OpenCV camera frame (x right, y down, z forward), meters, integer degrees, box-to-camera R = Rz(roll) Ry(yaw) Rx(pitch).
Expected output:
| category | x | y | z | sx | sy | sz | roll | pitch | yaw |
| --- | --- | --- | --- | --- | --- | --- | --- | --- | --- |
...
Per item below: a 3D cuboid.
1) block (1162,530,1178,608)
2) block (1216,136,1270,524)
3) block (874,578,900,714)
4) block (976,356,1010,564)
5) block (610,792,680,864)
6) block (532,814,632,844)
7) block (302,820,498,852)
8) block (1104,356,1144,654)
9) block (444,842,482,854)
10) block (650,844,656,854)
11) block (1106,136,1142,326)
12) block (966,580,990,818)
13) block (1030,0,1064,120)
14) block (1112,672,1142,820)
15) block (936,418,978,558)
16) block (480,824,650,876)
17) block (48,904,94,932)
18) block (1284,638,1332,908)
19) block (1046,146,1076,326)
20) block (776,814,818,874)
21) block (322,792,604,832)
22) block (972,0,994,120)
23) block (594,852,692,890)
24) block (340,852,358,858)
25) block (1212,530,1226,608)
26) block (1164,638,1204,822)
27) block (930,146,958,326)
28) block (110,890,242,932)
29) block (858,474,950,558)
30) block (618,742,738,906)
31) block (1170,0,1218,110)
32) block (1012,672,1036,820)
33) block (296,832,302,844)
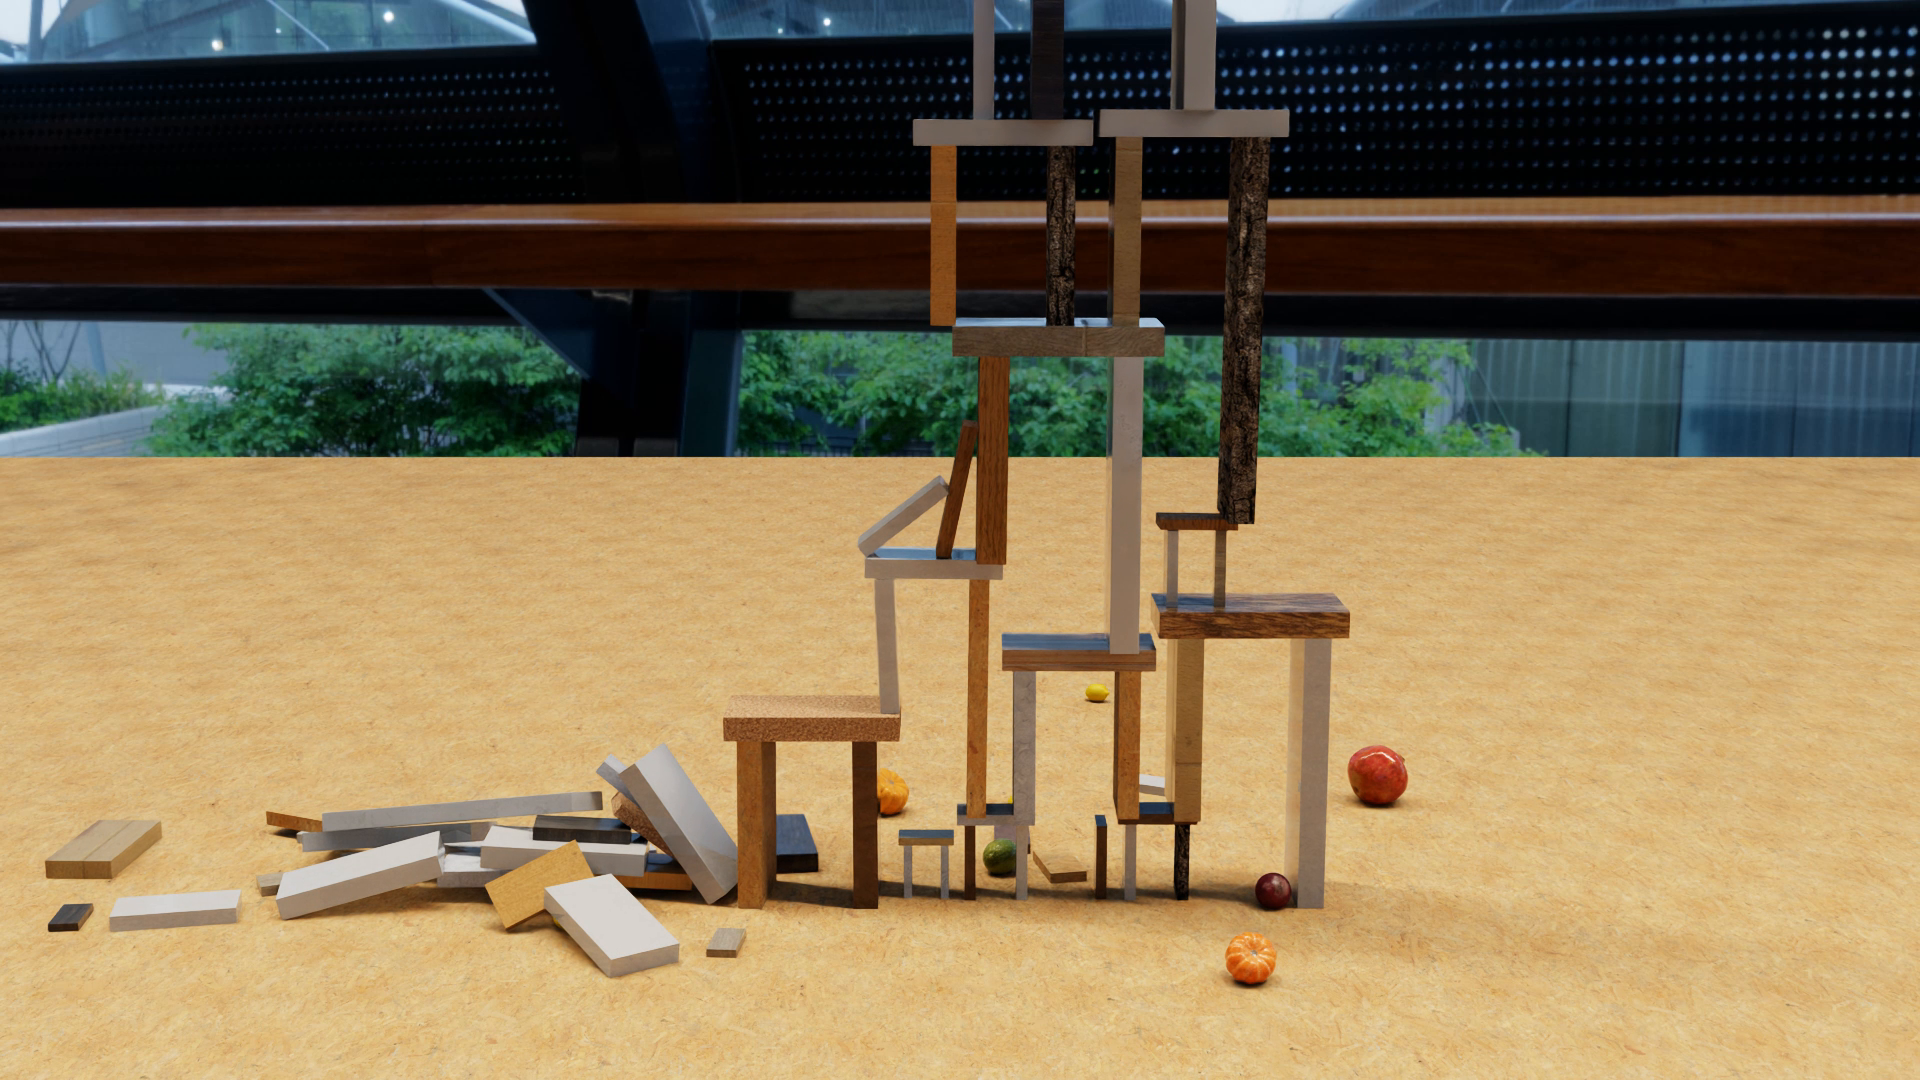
| category | x | y | z | sx | sy | sz | roll | pitch | yaw |
| --- | --- | --- | --- | --- | --- | --- | --- | --- | --- |
| block | 0.342 | 0.041 | 3.564 | 0.018 | 0.125 | 0.063 | 0 | 11 | 0 |
| block | 0.450 | -0.335 | 3.498 | 0.041 | 0.603 | 0.145 | 1 | 11 | -1 |
| block | -0.118 | 0.162 | 3.592 | 0.031 | 0.221 | 0.111 | -2 | 10 | 0 |
| block | 0.051 | -0.138 | 3.530 | 0.047 | 0.329 | 0.165 | 1 | 11 | -1 |
| block | -0.514 | 0.485 | 3.683 | 0.158 | 0.022 | 0.079 | 39 | 2 | -16 |
| block | -0.625 | 0.480 | 3.646 | 0.158 | 0.022 | 0.079 | 4 | 7 | -7 |
| block | -0.969 | 0.514 | 3.810 | 0.307 | 0.033 | 0.116 | -5 | -7 | 10 |
| block | 0.263 | -0.066 | 3.542 | 0.047 | 0.474 | 0.165 | 0 | 11 | 0 |
| block | -0.859 | 0.544 | 3.871 | 0.123 | 0.017 | 0.062 | 9 | 14 | 39 |
| block | -0.627 | 0.549 | 3.819 | 0.181 | 0.026 | 0.090 | -5 | 12 | -25 |
| block | 0.259 | -0.488 | 3.465 | 0.041 | 0.290 | 0.145 | 0 | 11 | 0 |
| block | 0.029 | 0.249 | 3.610 | 0.031 | 0.398 | 0.111 | 1 | 11 | 0 |
| block | 0.135 | -0.828 | 3.402 | 0.047 | 0.349 | 0.167 | 0 | 11 | 0 |
| block | 0.274 | 0.322 | 3.620 | 0.035 | 0.247 | 0.124 | 0 | 11 | 0 |
| block | -0.005 | -0.083 | 3.546 | 0.024 | 0.215 | 0.084 | 12 | 10 | -3 |
| block | -0.648 | 0.511 | 3.623 | 0.262 | 0.037 | 0.131 | 4 | 7 | -4 |
| block | -1.431 | 0.607 | 3.539 | 0.046 | 0.013 | 0.093 | -1 | 11 | -7 |
| block | 0.573 | 0.367 | 3.631 | 0.043 | 0.453 | 0.152 | 0 | 11 | 0 |
| block | 0.159 | -0.482 | 3.470 | 0.039 | 0.276 | 0.138 | 0 | 11 | 0 |
| block | -0.321 | 0.535 | 3.877 | 0.116 | 0.033 | 0.232 | -1 | 10 | -10 |
| block | -0.849 | 0.463 | 3.747 | 0.472 | 0.032 | 0.113 | -6 | -7 | 16 |
| block | 0.037 | -0.768 | 3.415 | 0.032 | 0.226 | 0.113 | 0 | 11 | 0 |
| block | -0.547 | 0.551 | 3.676 | 0.193 | 0.027 | 0.097 | 5 | 11 | -11 |
| block | -1.007 | 0.554 | 3.814 | 0.123 | 0.017 | 0.062 | -4 | 11 | -22 |
| block | 0.420 | 0.041 | 3.564 | 0.018 | 0.125 | 0.063 | 1 | 11 | 4 |
| block | 0.368 | 0.294 | 3.616 | 0.043 | 0.304 | 0.152 | 0 | 11 | -1 |
| block | -0.025 | -0.483 | 3.470 | 0.039 | 0.276 | 0.138 | 0 | 11 | 1 |
| block | -1.265 | 0.598 | 3.553 | 0.192 | 0.026 | 0.090 | -2 | 11 | -12 |
| block | -0.092 | -0.039 | 3.553 | 0.168 | 0.024 | 0.084 | -37 | 9 | 6 |
| block | -0.457 | 0.471 | 3.669 | 0.037 | 0.262 | 0.131 | -35 | 1 | 17 |
| block | 0.363 | -0.836 | 3.404 | 0.047 | 0.334 | 0.167 | 0 | 11 | -2 |
| block | 0.105 | 0.322 | 3.622 | 0.035 | 0.250 | 0.124 | 0 | 11 | 0 |
| block | -1.094 | 0.531 | 3.941 | 0.171 | 0.018 | 0.062 | 2 | 11 | 11 |
